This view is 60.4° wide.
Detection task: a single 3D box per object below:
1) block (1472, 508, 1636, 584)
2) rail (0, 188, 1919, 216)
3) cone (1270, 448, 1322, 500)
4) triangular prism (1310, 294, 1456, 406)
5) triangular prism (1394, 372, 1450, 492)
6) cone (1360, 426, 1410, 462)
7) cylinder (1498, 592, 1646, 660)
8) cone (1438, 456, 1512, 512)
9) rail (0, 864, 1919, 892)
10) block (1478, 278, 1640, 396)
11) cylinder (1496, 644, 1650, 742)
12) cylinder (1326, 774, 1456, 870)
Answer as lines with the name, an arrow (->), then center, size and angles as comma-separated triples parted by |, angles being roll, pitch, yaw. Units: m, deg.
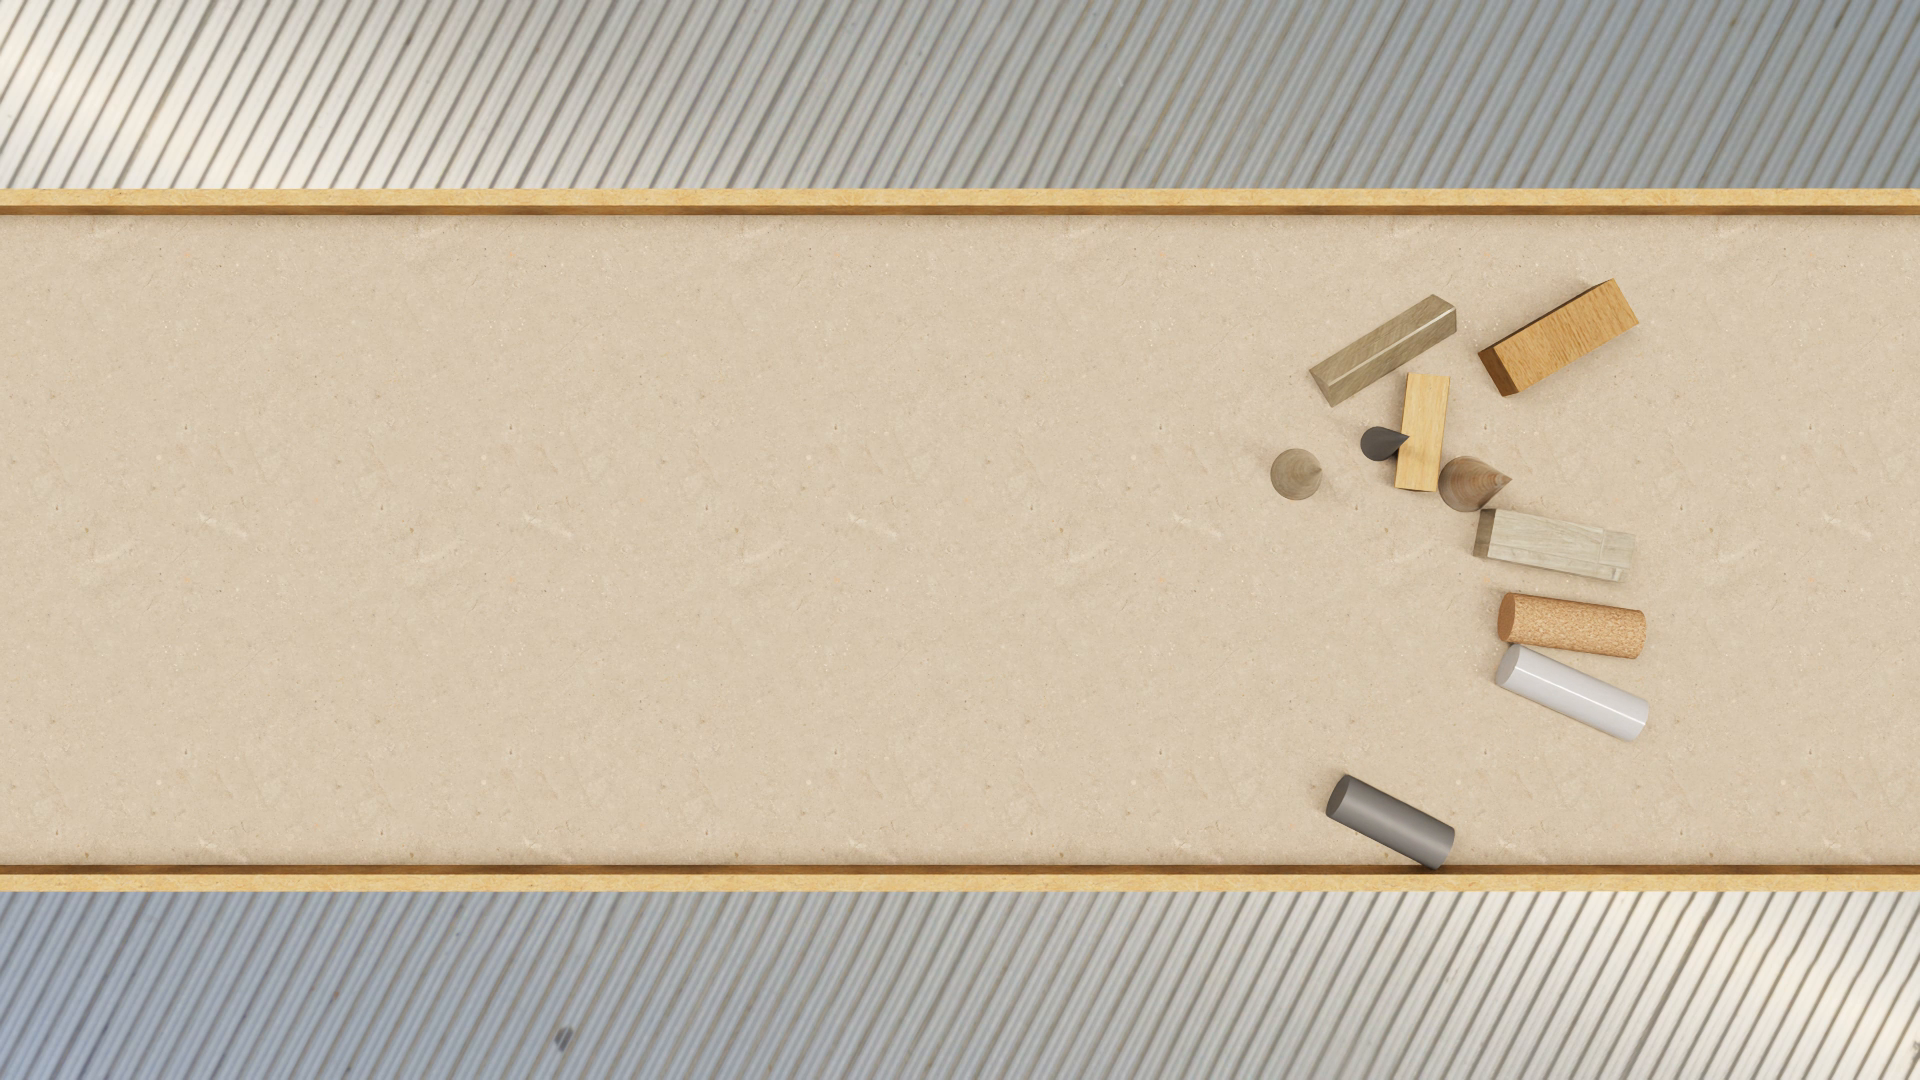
block -> 1.799, 0.017, 5.003 | 0.426, 0.147, 0.147 | 11, 90, 0
rail -> -2.247, -1.025, 5.002 | 12.000, 0.150, 0.050 | 0, 90, 0
cone -> 1.035, -0.202, 4.897 | 0.160, 0.360, 0.160 | 0, 90, 0
triangular prism -> 1.299, -0.582, 5.015 | 0.448, 0.116, 0.134 | -31, 90, 0
triangular prism -> 1.413, -0.322, 4.994 | 0.108, 0.125, 0.348 | 7, 90, 41
cone -> 1.286, -0.296, 4.893 | 0.108, 0.367, 0.108 | 0, 90, 0
cylinder -> 1.853, 0.260, 5.002 | 0.396, 0.150, 0.150 | 8, 90, 0
cone -> 1.559, -0.172, 4.863 | 0.174, 0.427, 0.174 | 0, 90, 0
rail -> -2.247, 1.025, 5.001 | 12.000, 0.150, 0.050 | 0, 90, 0
block -> 1.810, -0.611, 4.999 | 0.414, 0.156, 0.156 | -30, 90, 0
cylinder -> 1.857, 0.463, 5.006 | 0.424, 0.141, 0.141 | 24, 90, 0
cylinder -> 1.305, 0.856, 5.005 | 0.356, 0.143, 0.143 | 27, 90, 0
